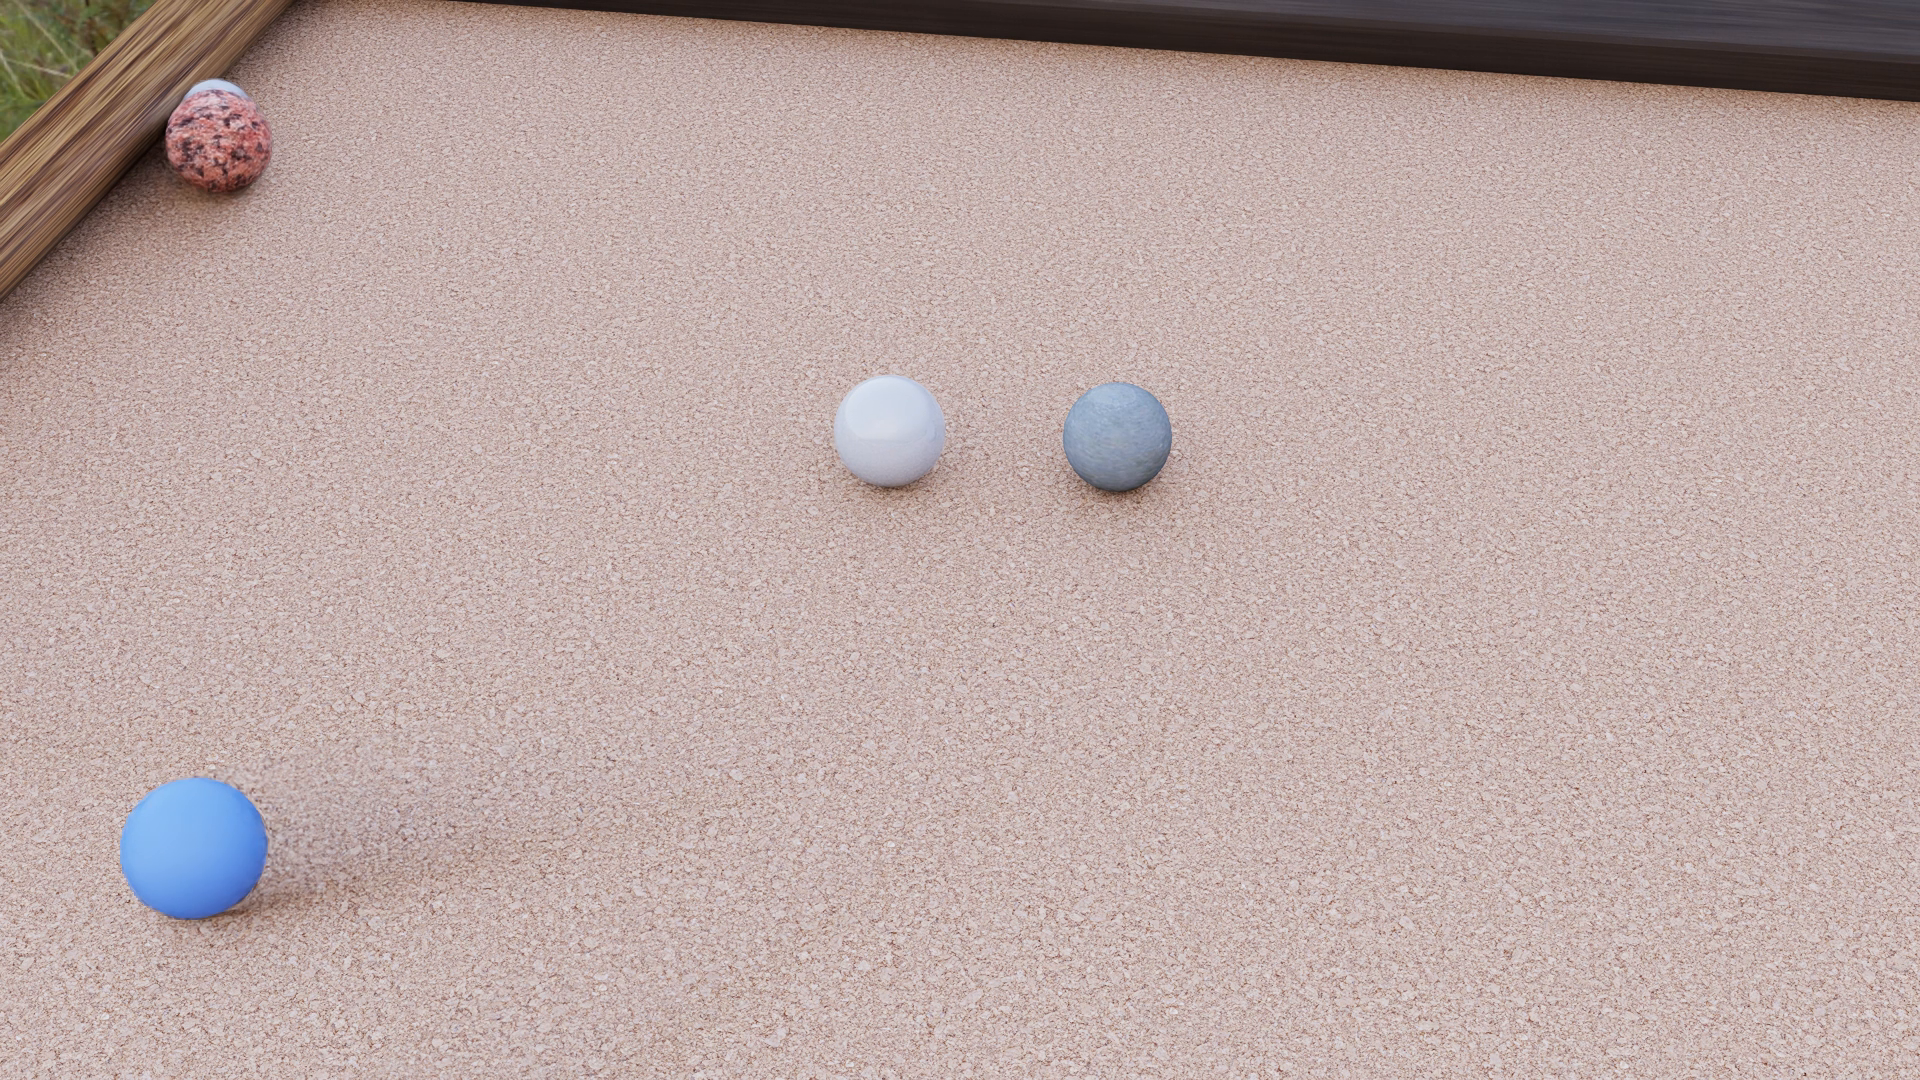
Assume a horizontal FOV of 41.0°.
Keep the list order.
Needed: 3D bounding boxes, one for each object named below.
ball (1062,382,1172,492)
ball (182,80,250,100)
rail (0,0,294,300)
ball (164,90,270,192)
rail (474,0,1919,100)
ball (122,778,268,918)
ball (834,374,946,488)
[{"bbox_3d":[0.122,-0.080,1.988,0.085,0.085,0.085,0,35,0],"label":"ball"},{"bbox_3d":[-0.718,-0.409,2.479,0.071,0.071,0.071,0,35,0],"label":"ball"},{"bbox_3d":[-0.867,-0.101,1.982,0.045,0.125,1.990,6,35,8],"label":"rail"},{"bbox_3d":[-0.696,-0.374,2.407,0.096,0.096,0.096,0,35,0],"label":"ball"},{"bbox_3d":[1.054,-0.474,2.525,3.613,0.125,0.045,6,35,8],"label":"rail"},{"bbox_3d":[-0.475,0.191,1.592,0.087,0.087,0.087,0,35,0],"label":"ball"},{"bbox_3d":[-0.055,-0.085,1.993,0.087,0.087,0.087,0,35,0],"label":"ball"}]
